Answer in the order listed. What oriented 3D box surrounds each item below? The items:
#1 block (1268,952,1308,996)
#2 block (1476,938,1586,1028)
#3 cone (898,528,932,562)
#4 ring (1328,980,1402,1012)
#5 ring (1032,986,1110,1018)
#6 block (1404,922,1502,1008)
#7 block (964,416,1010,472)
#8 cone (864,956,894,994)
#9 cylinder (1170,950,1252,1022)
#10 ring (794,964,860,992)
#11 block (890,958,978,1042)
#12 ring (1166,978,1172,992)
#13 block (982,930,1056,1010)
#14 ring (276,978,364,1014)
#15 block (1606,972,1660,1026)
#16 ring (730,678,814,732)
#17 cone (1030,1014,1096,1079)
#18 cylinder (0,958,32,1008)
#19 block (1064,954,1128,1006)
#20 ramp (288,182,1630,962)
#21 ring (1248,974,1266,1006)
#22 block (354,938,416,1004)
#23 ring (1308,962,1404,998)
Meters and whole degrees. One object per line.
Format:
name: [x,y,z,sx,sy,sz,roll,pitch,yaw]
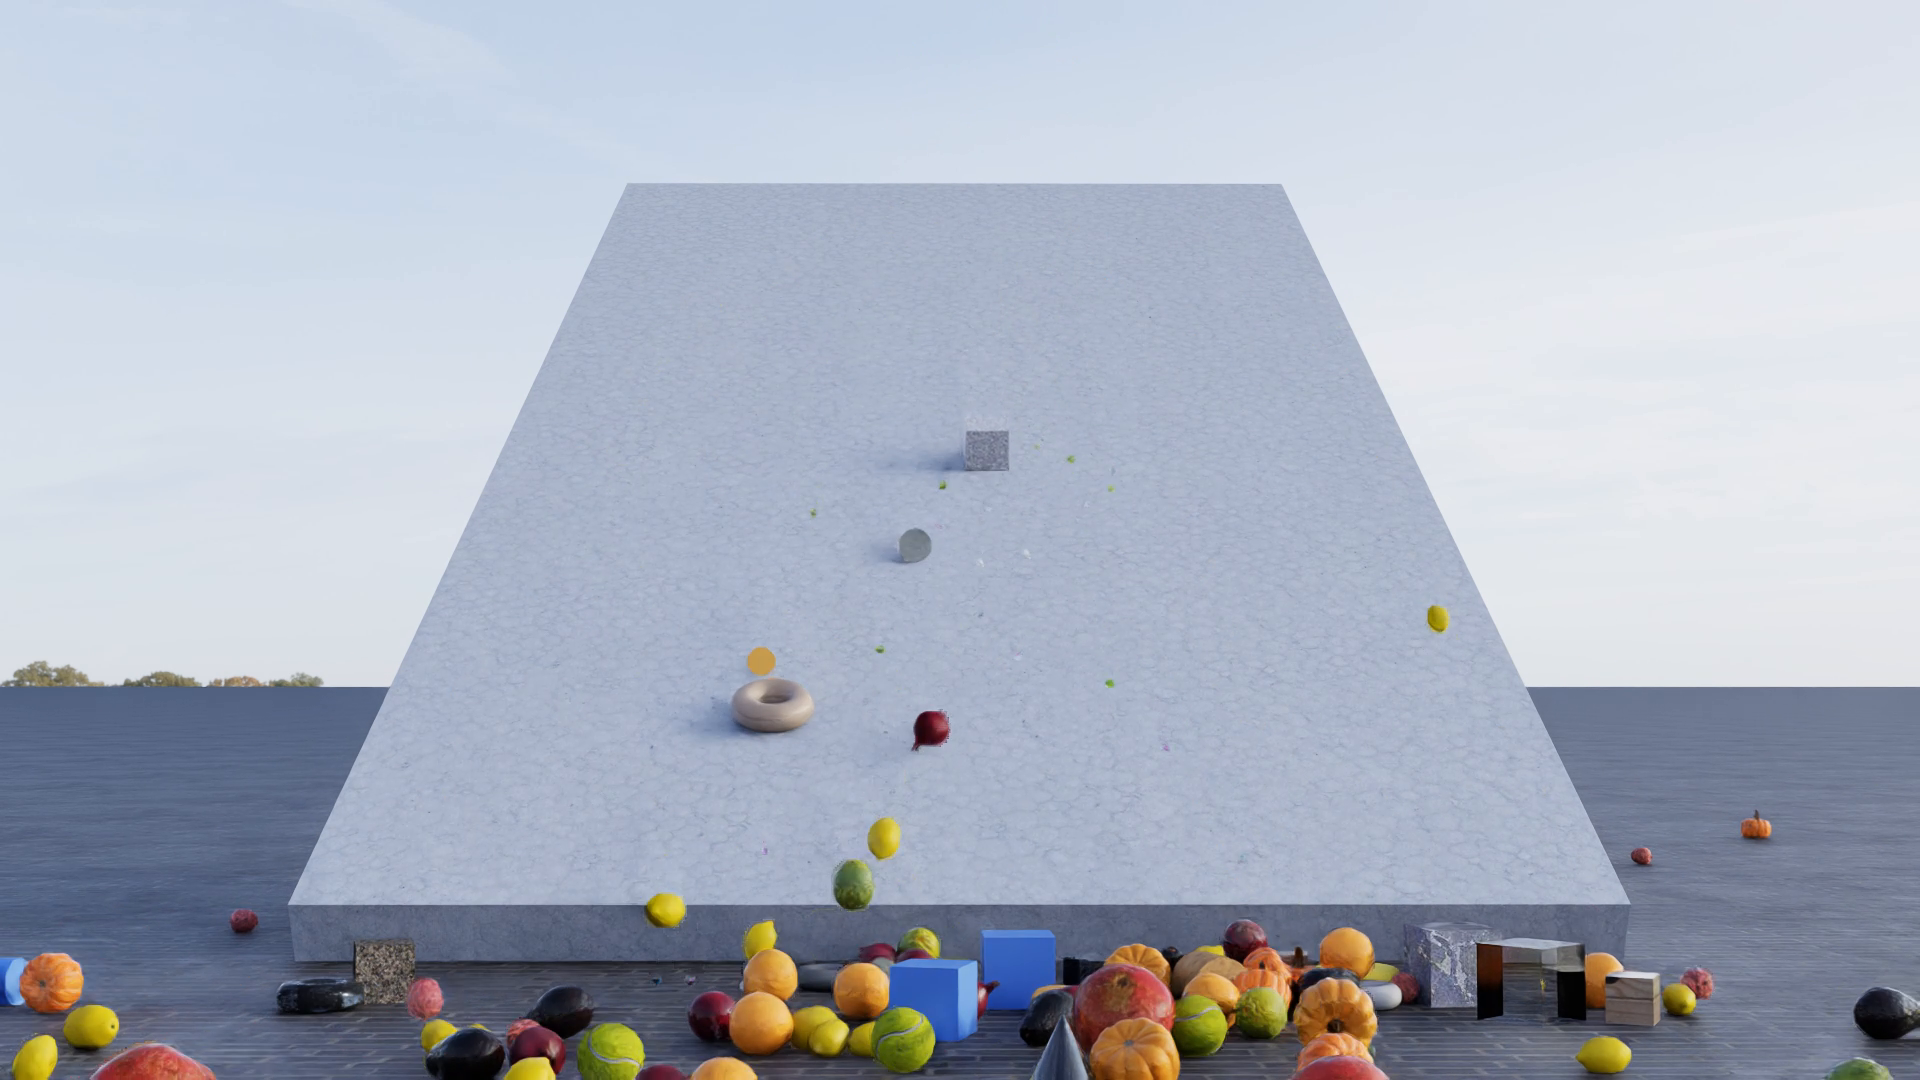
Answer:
block: [0.442,0.585,3.138,0.054,0.054,0.054,-1,-4,9]
block: [0.711,0.550,2.899,0.095,0.095,0.095,3,-5,-42]
cone: [-0.098,0.012,4.614,0.067,0.067,0.067,1,-4,-17]
ring: [0.523,0.588,3.007,0.094,0.031,0.094,-1,-3,0]
ring: [0.139,0.583,2.939,0.100,0.033,0.100,3,-4,0]
block: [0.649,0.559,3.067,0.098,0.098,0.098,1,-3,-10]
block: [0.058,-0.210,5.034,0.093,0.093,0.093,0,24,-1]
cone: [-0.115,0.601,3.149,0.053,0.053,0.053,-3,22,42]
cylinder: [0.315,0.559,2.922,0.079,0.079,0.079,1,-4,-16]
ring: [-0.182,0.600,3.191,0.091,0.030,0.091,1,-3,0]
block: [-0.031,0.548,2.779,0.084,0.084,0.084,-1,-4,16]
ring: [0.315,0.599,3.138,0.075,0.025,0.075,-1,-5,0]
block: [0.075,0.560,3.038,0.091,0.091,0.091,0,-3,-2]
ring: [-0.823,0.585,2.993,0.111,0.037,0.111,0,-5,0]
block: [0.834,0.568,2.886,0.057,0.057,0.057,-2,-4,24]
ring: [-0.322,0.282,3.988,0.144,0.048,0.144,1,24,0]
cone: [0.101,0.513,2.291,0.095,0.095,0.095,0,-3,0]
cylinder: [-1.252,0.573,3.022,0.062,0.062,0.062,7,-2,13]
block: [0.177,0.576,3.046,0.060,0.060,0.060,-3,-5,41]
ramp: [-0.008,-0.228,5.312,2.000,0.100,4.000,0,24,0]
ring: [0.344,0.587,3.035,0.112,0.037,0.112,-1,-3,0]
block: [-0.763,0.571,3.082,0.075,0.075,0.075,1,-4,-17]
ring: [0.530,0.590,3.112,0.127,0.042,0.127,0,-5,0]
